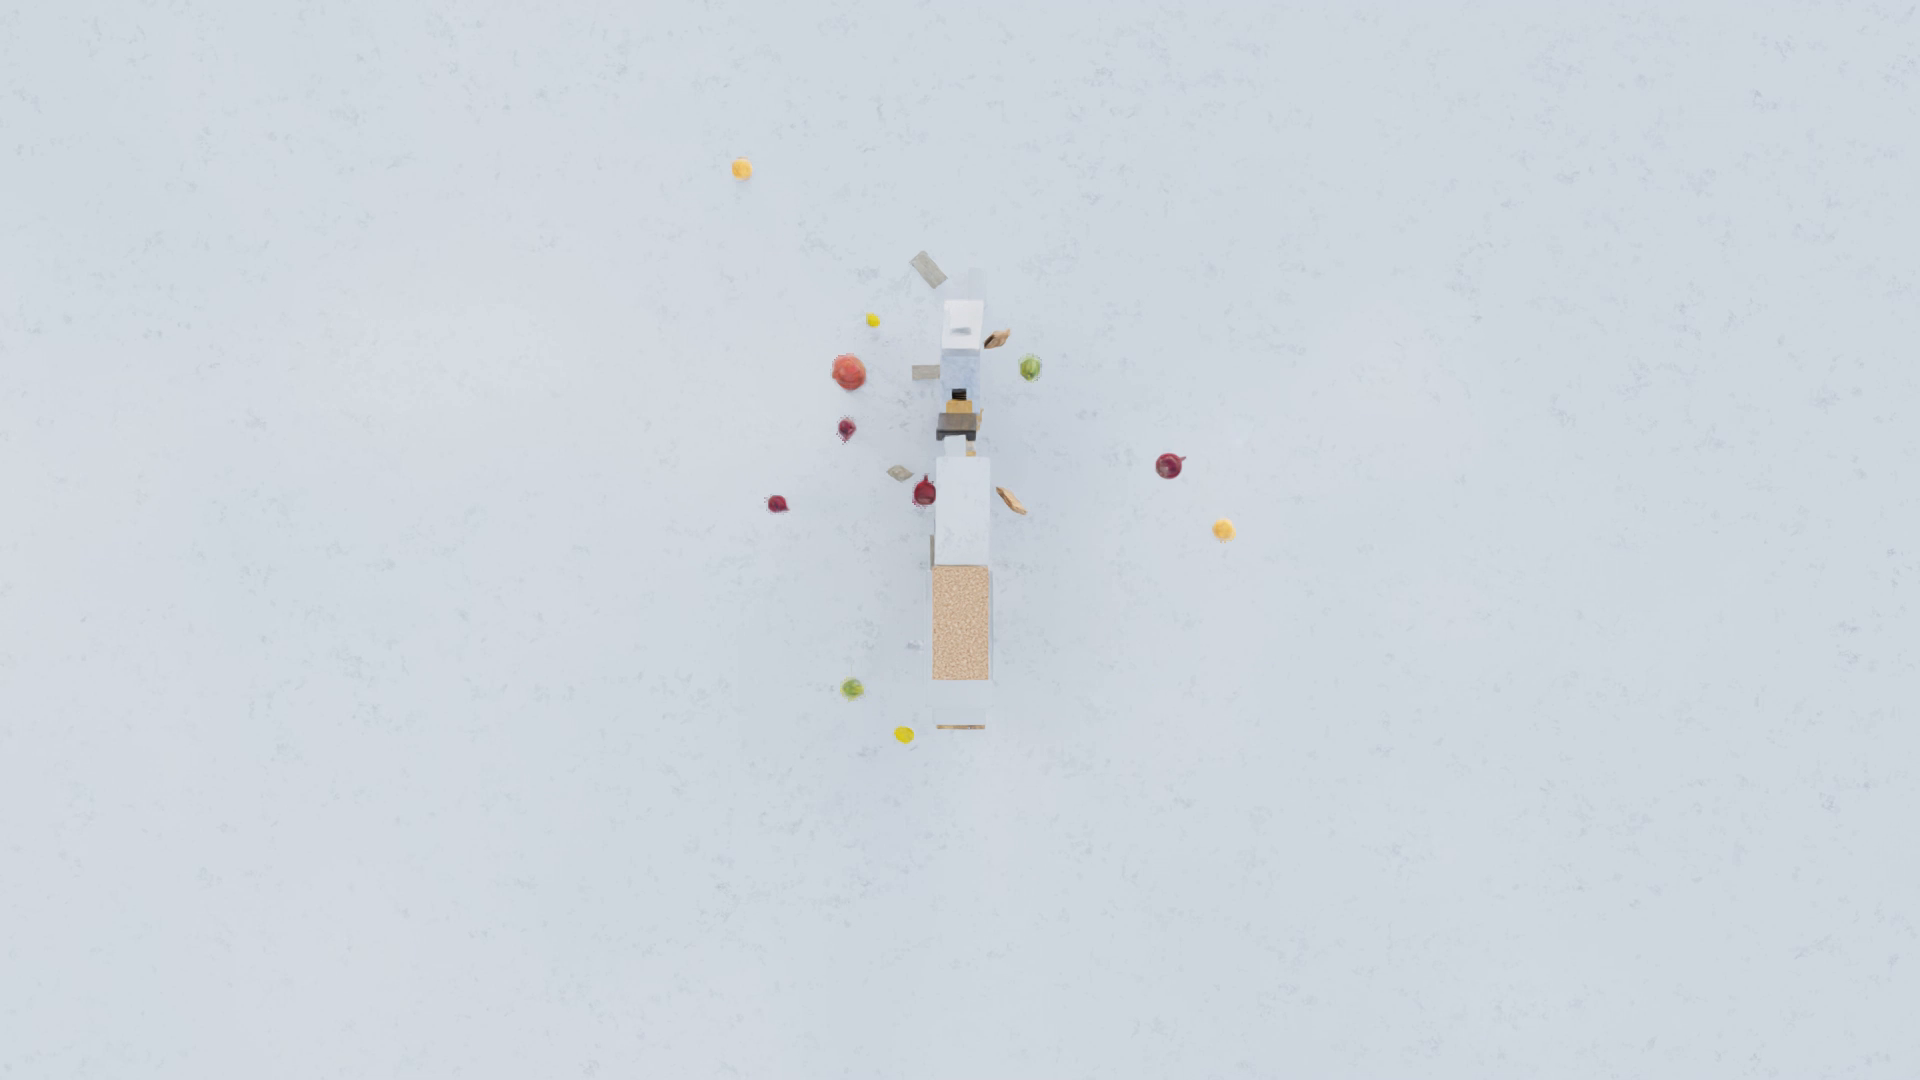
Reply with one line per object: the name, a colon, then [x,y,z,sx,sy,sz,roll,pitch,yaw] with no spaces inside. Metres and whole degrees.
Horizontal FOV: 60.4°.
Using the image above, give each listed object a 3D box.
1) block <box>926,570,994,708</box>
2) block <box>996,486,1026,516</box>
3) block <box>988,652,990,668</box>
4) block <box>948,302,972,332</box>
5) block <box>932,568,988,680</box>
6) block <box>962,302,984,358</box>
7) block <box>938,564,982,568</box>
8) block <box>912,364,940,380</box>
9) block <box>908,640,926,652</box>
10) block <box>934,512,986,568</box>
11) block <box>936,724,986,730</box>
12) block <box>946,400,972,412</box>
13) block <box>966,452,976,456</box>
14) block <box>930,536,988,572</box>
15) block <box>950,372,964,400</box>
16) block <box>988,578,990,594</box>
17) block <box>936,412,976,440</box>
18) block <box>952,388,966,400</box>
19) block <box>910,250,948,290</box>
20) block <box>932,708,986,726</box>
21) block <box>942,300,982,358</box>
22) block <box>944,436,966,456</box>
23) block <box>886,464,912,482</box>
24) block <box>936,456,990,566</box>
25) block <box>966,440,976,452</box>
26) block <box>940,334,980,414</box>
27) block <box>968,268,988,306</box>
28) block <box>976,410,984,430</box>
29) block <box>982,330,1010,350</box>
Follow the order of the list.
block: [-0.002,0.244,4.077,0.167,0.047,0.334,0,90,0]
block: [0.162,-0.125,5.213,0.016,0.058,0.116,-53,45,18]
block: [0.003,0.277,3.925,0.129,0.257,0.036,0,90,0]
block: [0.000,-0.696,5.147,0.062,0.017,0.123,-4,47,-3]
block: [0.001,0.191,3.778,0.129,0.036,0.257,0,90,0]
block: [0.009,-0.665,5.198,0.116,0.033,0.232,3,47,3]
block: [-0.001,-0.040,4.208,0.113,0.032,0.226,1,90,0]
block: [-0.115,-0.559,5.493,0.093,0.013,0.046,-3,90,0]
block: [-0.121,0.328,5.099,0.063,0.125,0.018,8,91,7]
block: [0.001,0.064,4.469,0.138,0.039,0.276,0,90,0]
block: [0.003,0.442,5.177,0.151,0.043,0.302,0,90,0]
block: [0.000,-0.359,5.152,0.079,0.022,0.158,-1,112,1]
block: [0.001,-0.173,4.913,0.090,0.026,0.181,1,90,0]
block: [-0.003,0.152,4.789,0.165,0.047,0.329,0,90,0]
block: [-0.008,-0.480,5.201,0.046,0.013,0.093,-4,89,0]
block: [0.003,0.105,3.925,0.129,0.257,0.036,0,90,0]
block: [-0.009,-0.345,5.012,0.116,0.246,0.033,0,106,1]
block: [-0.002,-0.443,5.163,0.046,0.093,0.013,-4,62,0]
block: [-0.105,-0.899,5.491,0.062,0.017,0.123,-40,90,0]
block: [-0.003,0.352,4.455,0.145,0.041,0.290,0,90,0]
block: [0.006,-0.661,5.149,0.116,0.033,0.232,2,47,2]
block: [-0.013,-0.246,4.889,0.062,0.018,0.124,-1,93,0]
block: [-0.198,-0.220,5.439,0.058,0.116,0.016,34,106,7]
block: [0.006,-0.070,3.917,0.128,0.036,0.257,1,90,0]
block: [0.002,-0.247,5.079,0.090,0.192,0.026,-1,127,0]
block: [0.001,-0.527,5.226,0.127,0.036,0.254,0,89,0]
block: [0.057,-0.843,5.491,0.062,0.017,0.123,2,90,0]
block: [0.007,-0.401,5.372,0.127,0.254,0.036,10,86,0]
block: [0.116,-0.629,5.176,0.058,0.117,0.016,-11,80,-16]
